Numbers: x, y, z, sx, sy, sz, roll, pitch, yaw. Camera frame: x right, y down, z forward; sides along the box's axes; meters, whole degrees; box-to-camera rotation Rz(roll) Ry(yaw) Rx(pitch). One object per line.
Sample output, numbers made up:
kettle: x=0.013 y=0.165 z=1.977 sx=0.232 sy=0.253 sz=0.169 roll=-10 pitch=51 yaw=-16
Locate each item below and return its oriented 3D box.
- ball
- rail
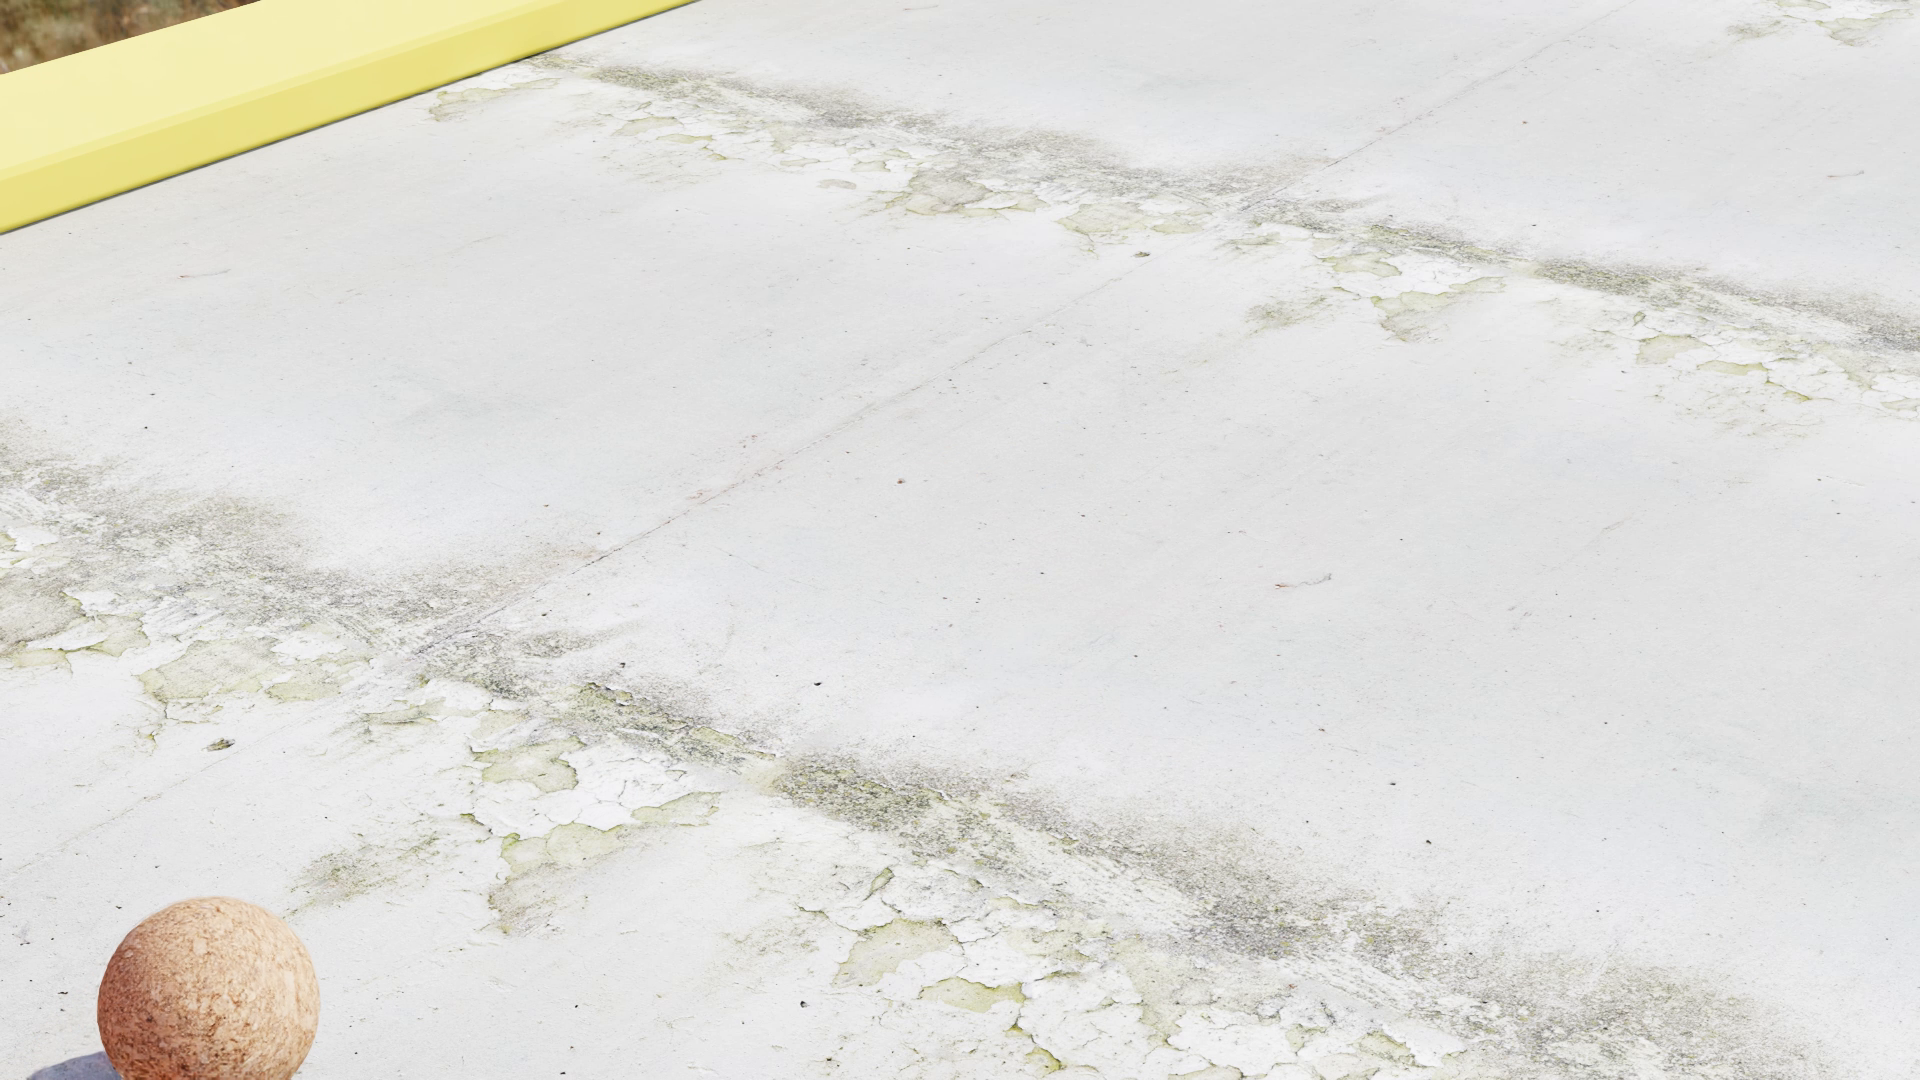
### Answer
ball: x=-0.341 y=0.212 z=1.338 sx=0.099 sy=0.099 sz=0.099 roll=0 pitch=25 yaw=0
rail: x=-0.328 y=-0.591 z=3.018 sx=0.045 sy=0.128 sz=3.642 roll=16 pitch=30 yaw=31
